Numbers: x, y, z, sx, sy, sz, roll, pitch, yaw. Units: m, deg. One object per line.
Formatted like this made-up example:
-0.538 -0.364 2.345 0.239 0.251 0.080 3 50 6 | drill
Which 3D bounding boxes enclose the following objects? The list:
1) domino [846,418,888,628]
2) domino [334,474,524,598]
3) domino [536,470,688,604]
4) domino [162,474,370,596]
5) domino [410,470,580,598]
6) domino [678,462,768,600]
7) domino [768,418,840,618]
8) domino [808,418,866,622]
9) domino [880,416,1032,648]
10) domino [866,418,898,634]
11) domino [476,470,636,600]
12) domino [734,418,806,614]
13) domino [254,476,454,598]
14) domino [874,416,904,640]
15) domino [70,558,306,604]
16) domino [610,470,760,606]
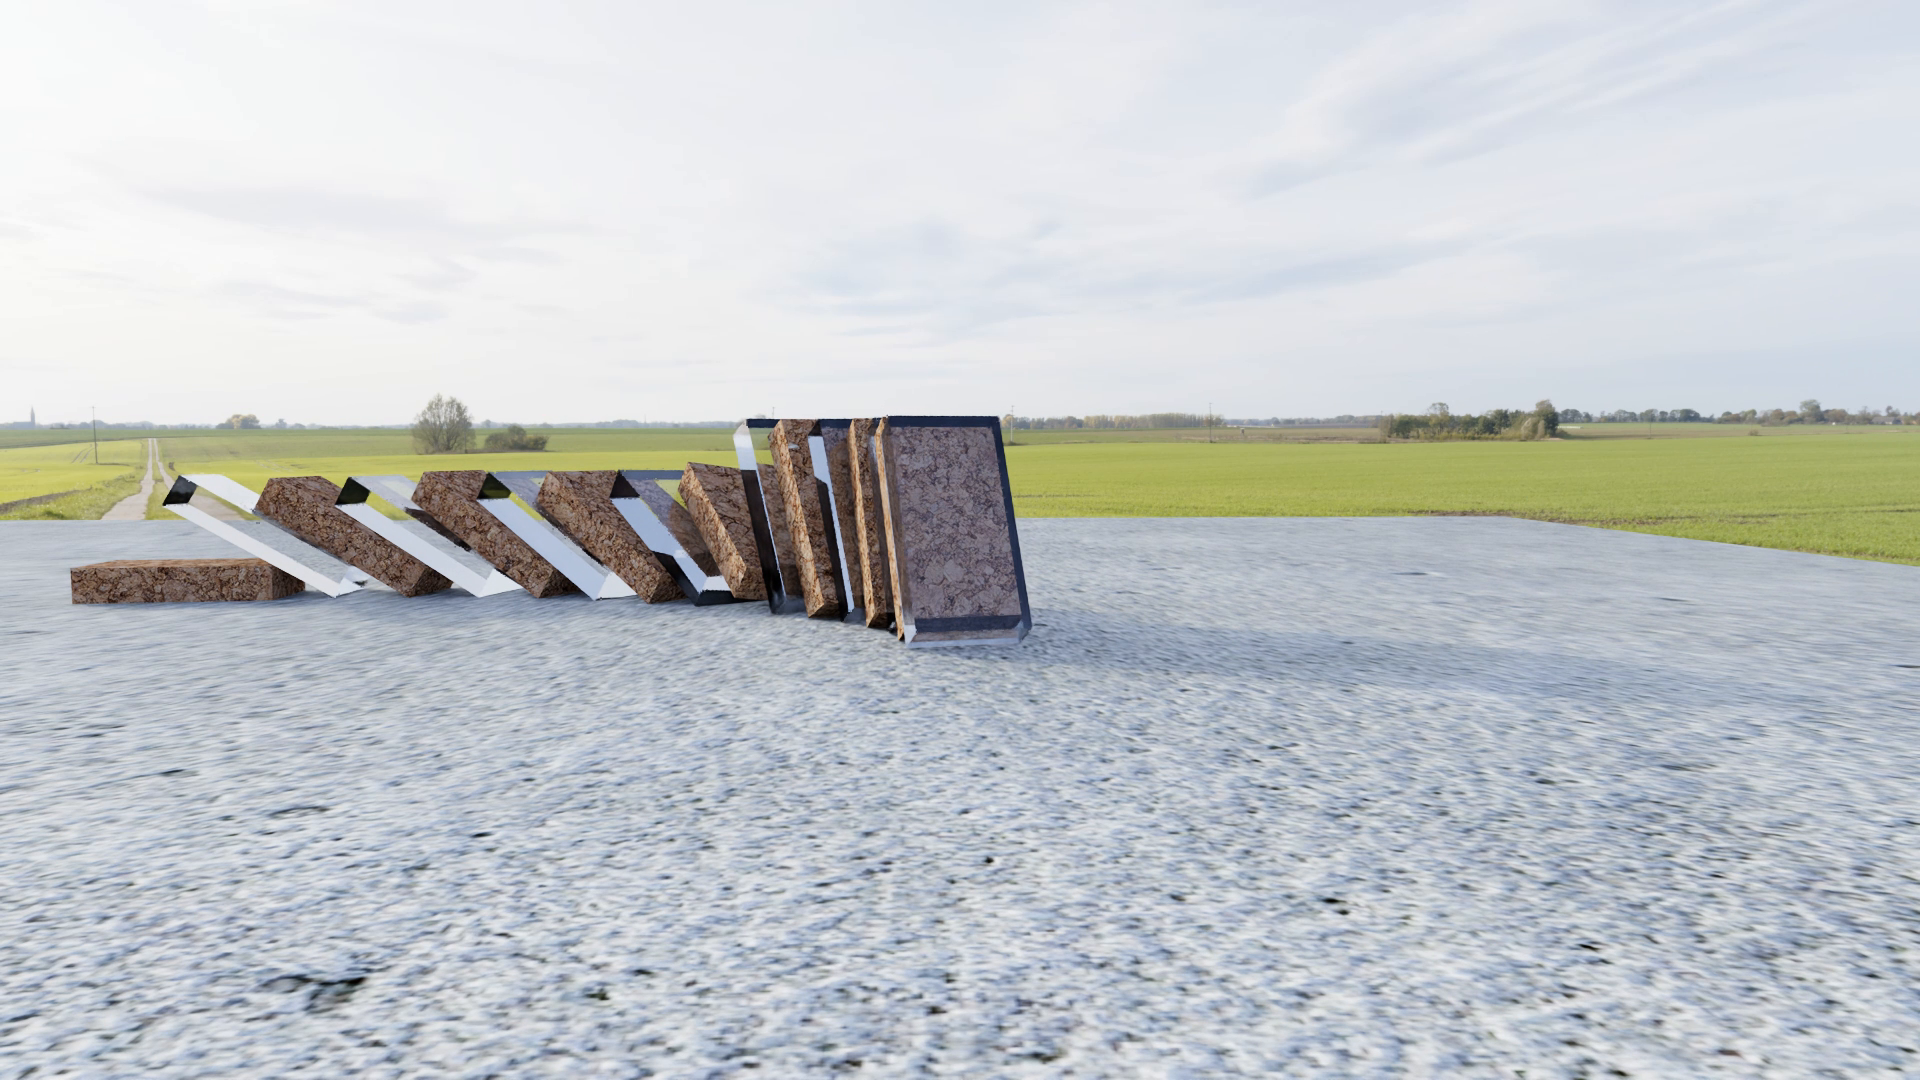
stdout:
-0.012 -0.005 0.307 0.025 0.050 0.009 -1 -23 -16 | domino
-0.150 -0.002 0.370 0.050 0.009 0.025 31 9 6 | domino
-0.092 -0.002 0.360 0.050 0.009 0.025 38 21 23 | domino
-0.193 -0.002 0.361 0.050 0.009 0.025 30 -1 -8 | domino
-0.130 -0.002 0.369 0.050 0.009 0.025 35 14 13 | domino
-0.056 -0.002 0.348 0.025 0.009 0.050 6 32 -36 | domino
-0.030 -0.006 0.325 0.025 0.050 0.010 -3 -22 -33 | domino
-0.020 -0.006 0.317 0.025 0.050 0.009 -2 -23 -26 | domino
-0.001 -0.003 0.276 0.025 0.050 0.009 -1 -23 -16 | domino
-0.006 -0.004 0.297 0.025 0.050 0.010 -1 -23 -16 | domino
-0.111 -0.002 0.366 0.050 0.009 0.025 36 18 19 | domino
-0.041 -0.007 0.331 0.025 0.050 0.009 -2 -23 -34 | domino
-0.171 -0.002 0.367 0.050 0.009 0.025 30 6 1 | domino
-0.003 -0.003 0.287 0.025 0.050 0.010 -1 -23 -16 | domino
-0.214 0.011 0.357 0.050 0.010 0.025 -1 4 -9 | domino
-0.073 -0.002 0.353 0.025 0.009 0.050 -3 38 -46 | domino
